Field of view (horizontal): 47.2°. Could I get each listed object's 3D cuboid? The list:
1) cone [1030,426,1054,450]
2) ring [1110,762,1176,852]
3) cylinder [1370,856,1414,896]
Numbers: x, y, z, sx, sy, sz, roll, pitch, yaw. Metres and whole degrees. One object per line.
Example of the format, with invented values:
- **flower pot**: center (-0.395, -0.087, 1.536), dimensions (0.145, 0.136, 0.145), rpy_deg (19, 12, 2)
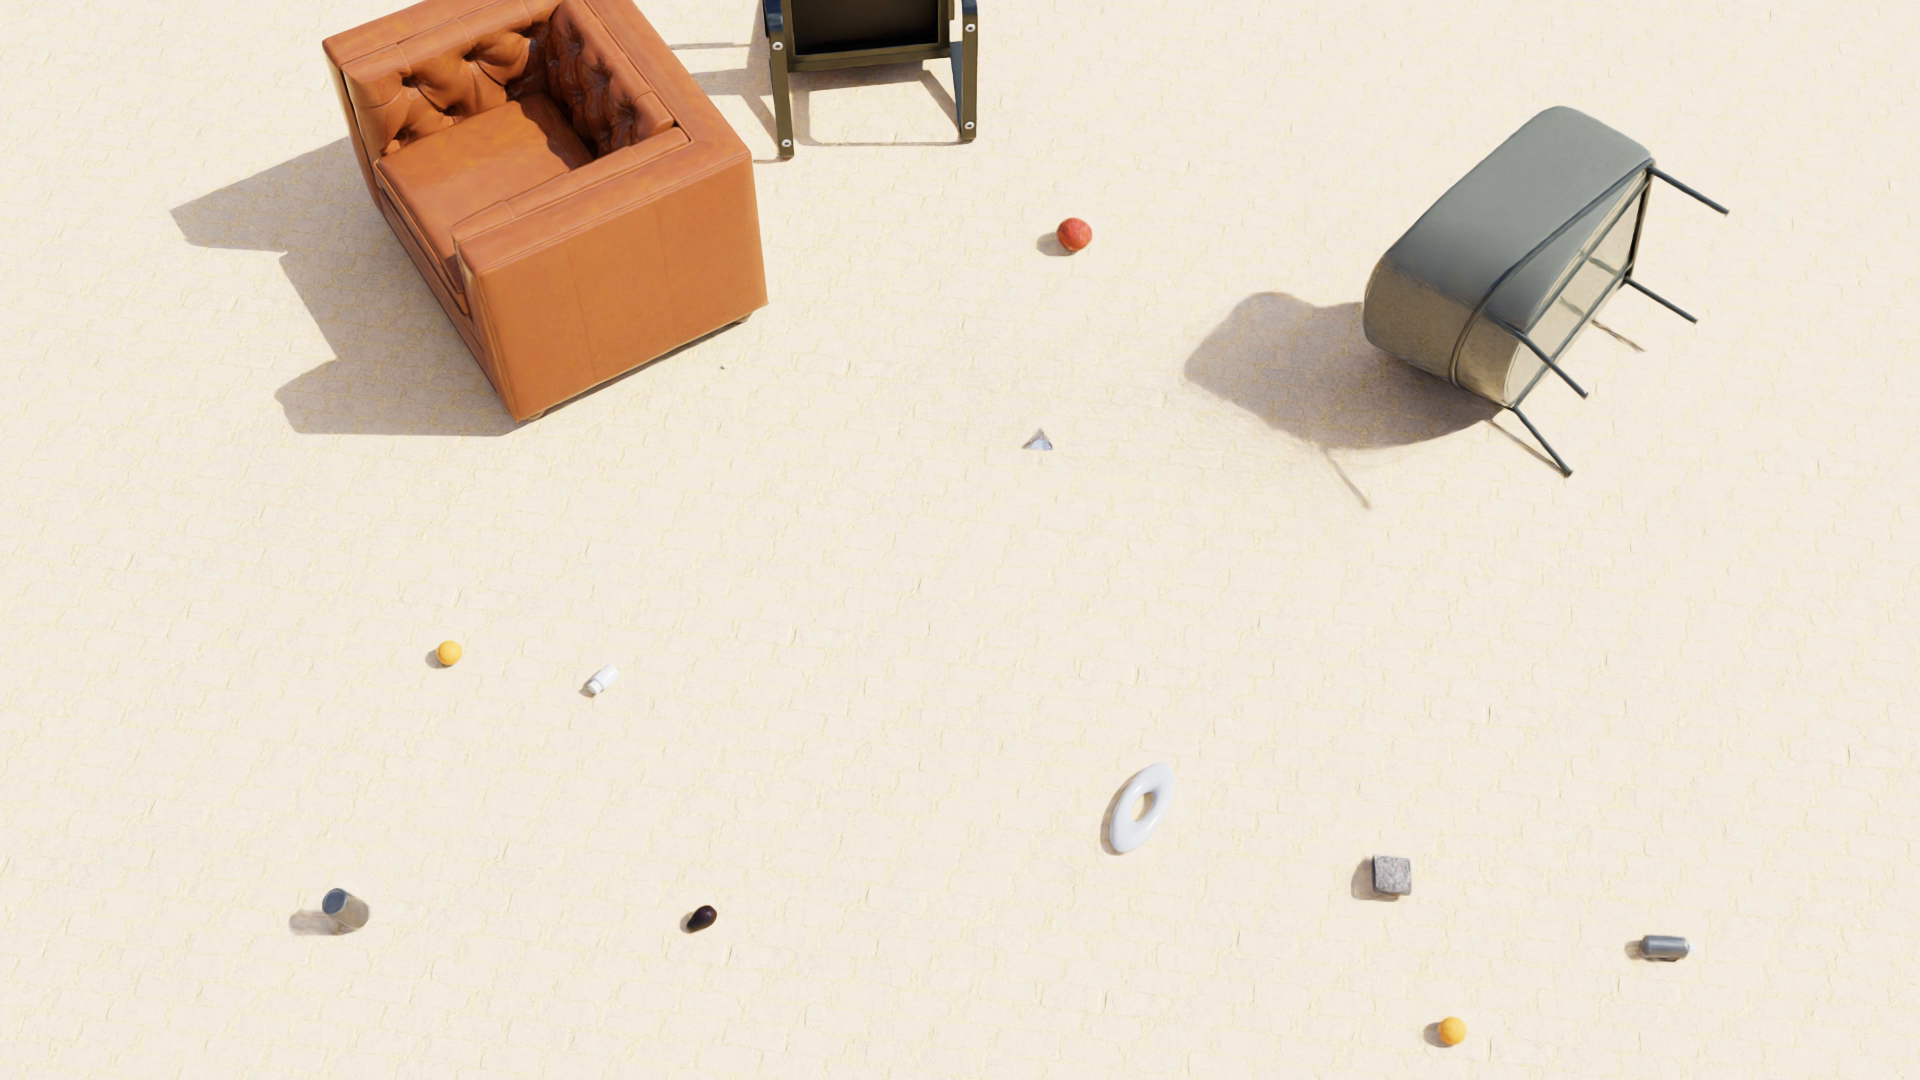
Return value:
- **cone**: center (0.250, -0.322, 6.777), dimensions (0.073, 0.040, 0.091), rpy_deg (10, 42, -10)
- **ring**: center (0.503, 0.734, 6.053), dimensions (0.133, 0.047, 0.309), rpy_deg (24, 59, 16)
- **cylinder**: center (1.164, 0.904, 5.927), dimensions (0.096, 0.055, 0.128), rpy_deg (9, 32, -7)
